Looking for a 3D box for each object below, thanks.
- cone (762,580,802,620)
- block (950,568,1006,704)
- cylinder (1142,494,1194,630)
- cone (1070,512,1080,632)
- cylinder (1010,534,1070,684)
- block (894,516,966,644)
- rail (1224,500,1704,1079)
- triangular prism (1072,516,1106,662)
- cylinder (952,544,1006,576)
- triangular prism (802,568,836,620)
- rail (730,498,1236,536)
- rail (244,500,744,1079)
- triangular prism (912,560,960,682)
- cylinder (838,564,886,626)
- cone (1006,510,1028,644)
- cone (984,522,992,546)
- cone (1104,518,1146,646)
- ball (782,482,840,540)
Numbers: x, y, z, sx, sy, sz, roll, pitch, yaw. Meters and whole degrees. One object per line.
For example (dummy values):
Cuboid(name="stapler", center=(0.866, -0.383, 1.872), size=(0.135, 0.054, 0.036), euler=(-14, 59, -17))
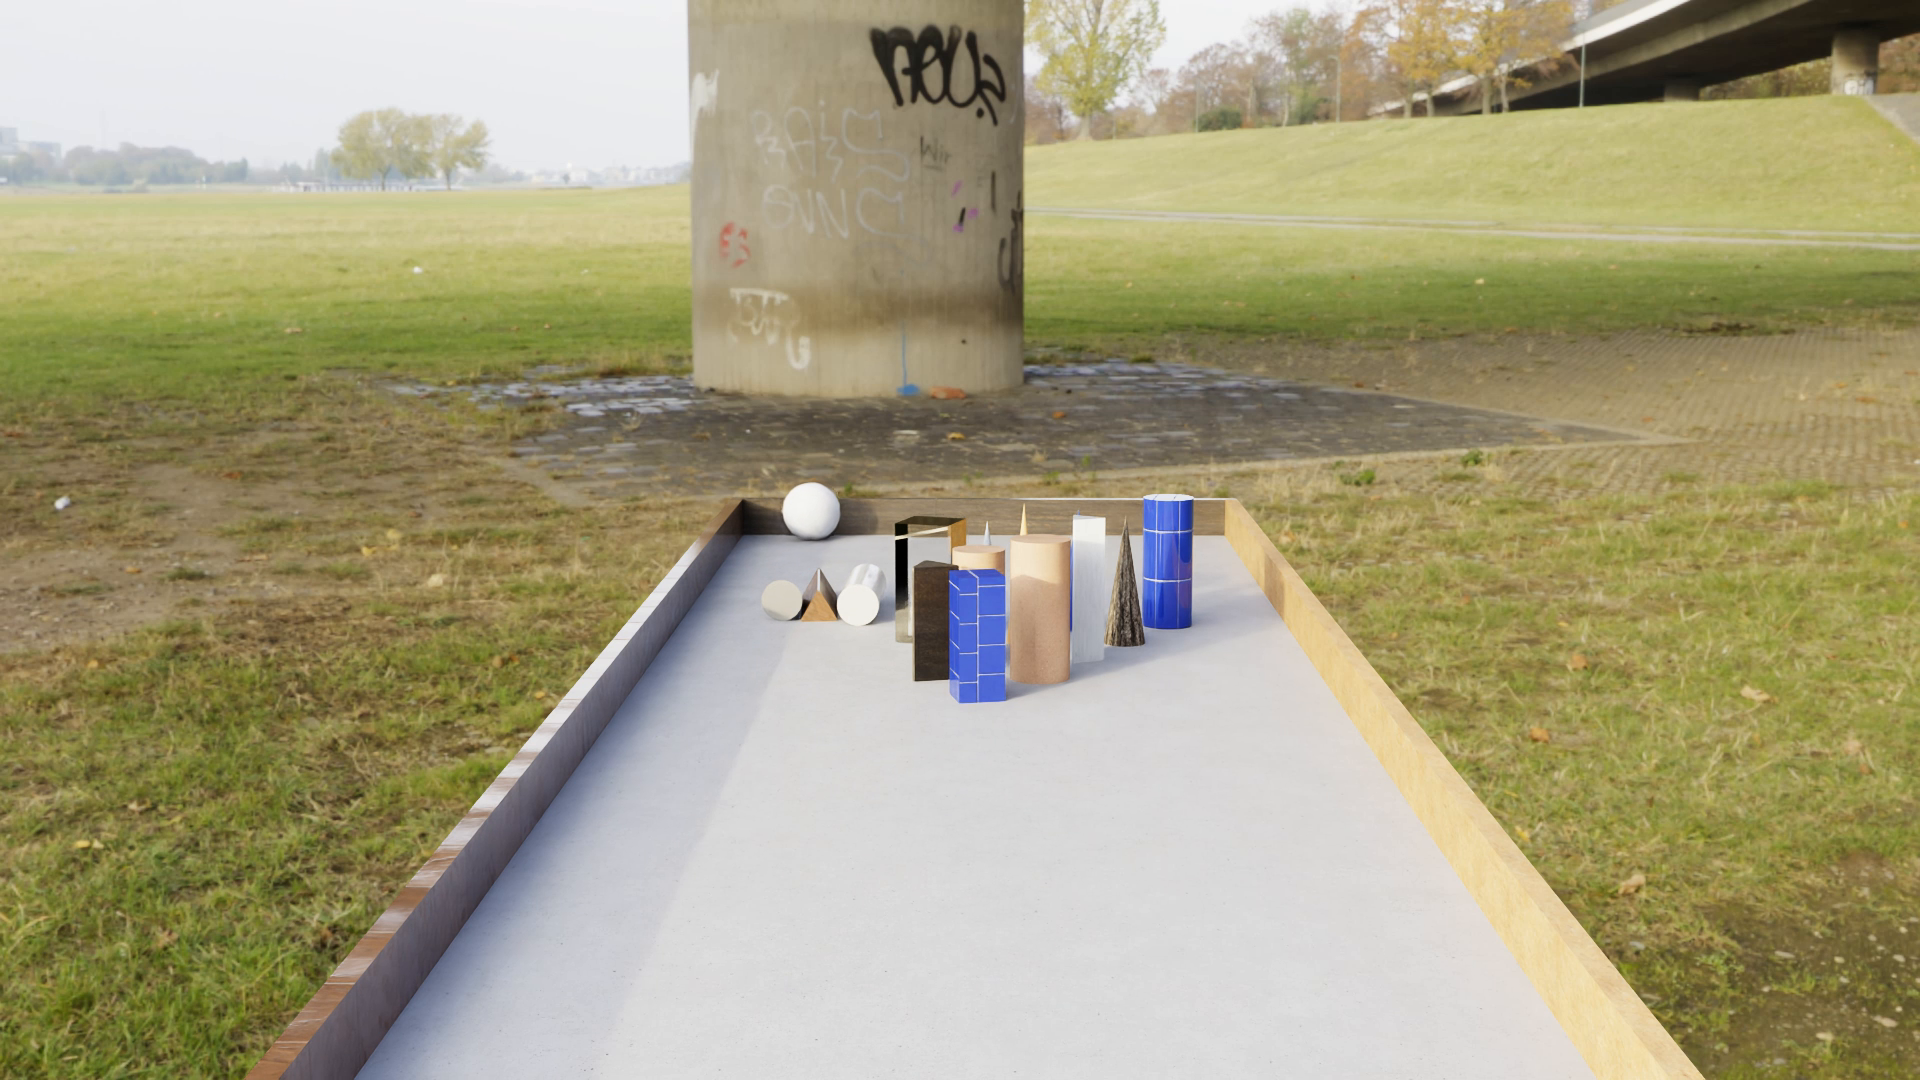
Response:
Cuboid(name="cone", center=(-0.581, 0.200, 7.532), size=(0.136, 0.136, 0.445), euler=(0, 0, 3))
Cuboid(name="block", center=(0.048, 0.269, 6.180), size=(0.132, 0.355, 0.132), euler=(-2, 9, -12))
Cuboid(name="cylinder", center=(0.681, 0.070, 7.211), size=(0.165, 0.424, 0.165), euler=(0, 9, 0))
Cuboid(name="cone", center=(0.385, 0.093, 7.178), size=(0.145, 0.390, 0.145), euler=(0, 9, 0))
Cuboid(name="cylinder", center=(0.234, 0.201, 6.425), size=(0.176, 0.413, 0.176), euler=(0, 9, 0))
Cuboid(name="block", center=(-0.092, 0.128, 6.987), size=(0.176, 0.381, 0.176), euler=(3, 10, 19))
Cuboid(name="rail", center=(1.046, 0.843, 3.208), size=(0.050, 0.150, 12.000), euler=(0, 9, 1))
Cuboid(name="triangular prism", center=(0.369, 0.146, 6.688), size=(0.109, 0.437, 0.094), euler=(-5, 10, -27))
Cuboid(name="cylinder", center=(0.057, 0.195, 6.690), size=(0.161, 0.340, 0.161), euler=(0, 9, 0))
Cuboid(name="triangular prism", center=(-0.482, 0.182, 7.515), size=(0.118, 0.102, 0.448), euler=(-1, 9, -3))
Cuboid(name="rail", center=(0.099, -0.098, 9.147), size=(2.100, 0.150, 0.050), euler=(0, 9, 1))
Cuboid(name="rail", center=(-1.004, 0.839, 3.234), size=(0.050, 0.150, 12.000), euler=(0, 9, 1))
Cuboid(name="triangular prism", center=(-0.085, 0.234, 6.454), size=(0.138, 0.337, 0.120), euler=(-2, 9, -15))
Cuboid(name="cylinder", center=(-0.329, 0.182, 7.423), size=(0.137, 0.137, 0.411), euler=(0, 9, 2))
Cuboid(name="cone", center=(0.201, 0.104, 6.930), size=(0.107, 0.445, 0.107), euler=(0, 9, 0))
Cuboid(name="cone", center=(0.089, 0.109, 7.218), size=(0.120, 0.345, 0.120), euler=(0, 9, 0))
Cuboid(name="cone", center=(0.520, 0.122, 6.929), size=(0.132, 0.411, 0.132), euler=(0, 9, 0))
Cuboid(name="ball", center=(-0.607, -0.117, 8.989), size=(0.238, 0.238, 0.238), euler=(0, 9, 0))
